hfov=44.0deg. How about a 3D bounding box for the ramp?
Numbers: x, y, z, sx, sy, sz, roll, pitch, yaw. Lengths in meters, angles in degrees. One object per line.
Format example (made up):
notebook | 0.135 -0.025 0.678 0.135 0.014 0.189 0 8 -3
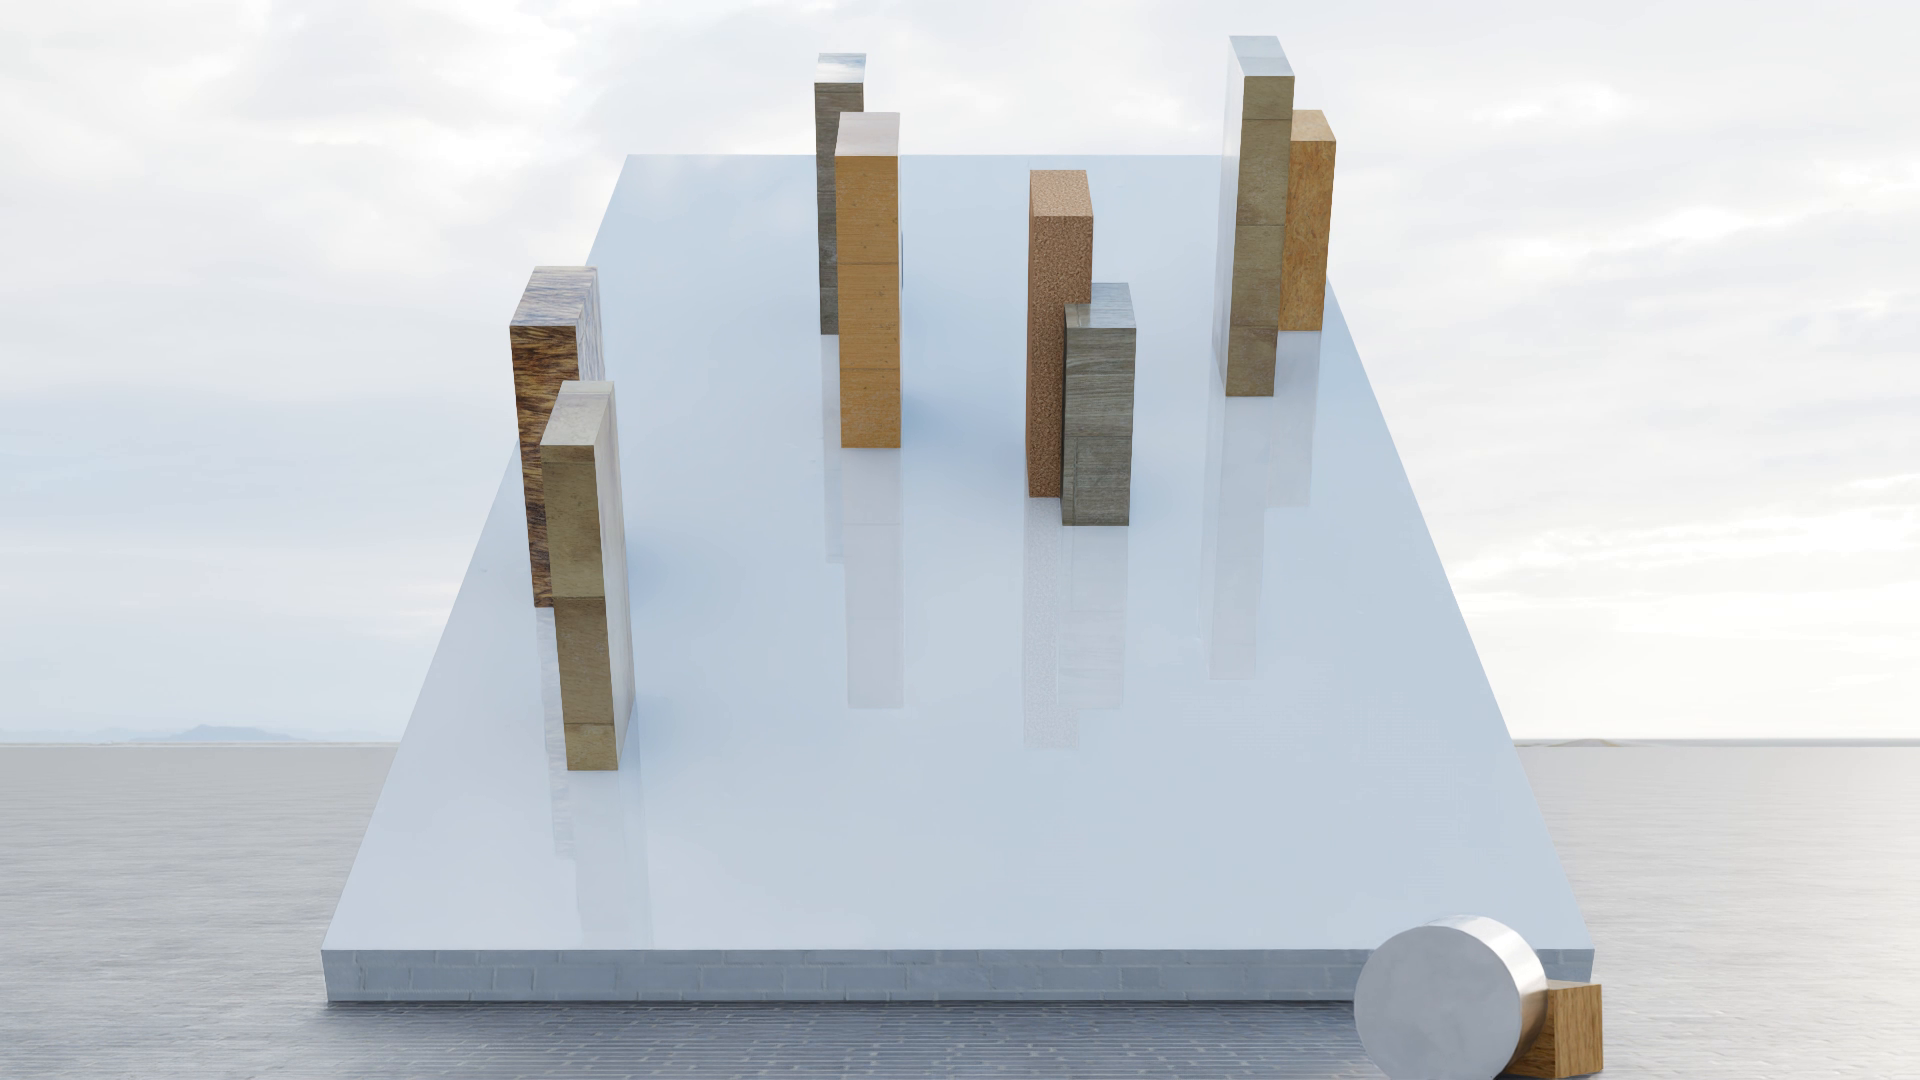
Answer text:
ramp | -0.011 -0.226 5.526 2.000 0.100 4.000 0 27 0

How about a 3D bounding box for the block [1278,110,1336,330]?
block | 0.847 -0.811 6.018 0.141 0.498 0.261 0 27 0

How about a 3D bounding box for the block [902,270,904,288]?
block | -0.251 -0.751 6.269 0.154 0.154 0.154 -11 29 -21

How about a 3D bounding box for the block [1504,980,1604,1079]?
block | 0.728 0.610 2.972 0.107 0.107 0.107 5 -7 -43

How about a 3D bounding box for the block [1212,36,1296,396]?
block | 0.689 -0.765 5.618 0.114 0.779 0.339 0 27 0

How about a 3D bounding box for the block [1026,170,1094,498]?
block | 0.212 -0.446 5.144 0.122 0.642 0.300 0 27 0

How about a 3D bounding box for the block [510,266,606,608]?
block | -0.783 -0.206 4.715 0.124 0.601 0.317 0 27 0

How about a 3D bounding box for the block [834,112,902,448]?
block | -0.202 -0.587 5.365 0.134 0.688 0.315 0 27 0

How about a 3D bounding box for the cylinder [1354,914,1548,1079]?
cylinder | 0.592 0.555 2.852 0.196 0.196 0.196 -2 -5 22

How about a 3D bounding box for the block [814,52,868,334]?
block | -0.292 -0.866 5.951 0.119 0.650 0.259 0 27 0

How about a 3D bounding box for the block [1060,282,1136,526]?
block | 0.288 -0.290 5.049 0.141 0.451 0.259 0 27 0

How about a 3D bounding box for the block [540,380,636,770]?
block | -0.646 0.065 4.155 0.089 0.631 0.266 0 27 0
